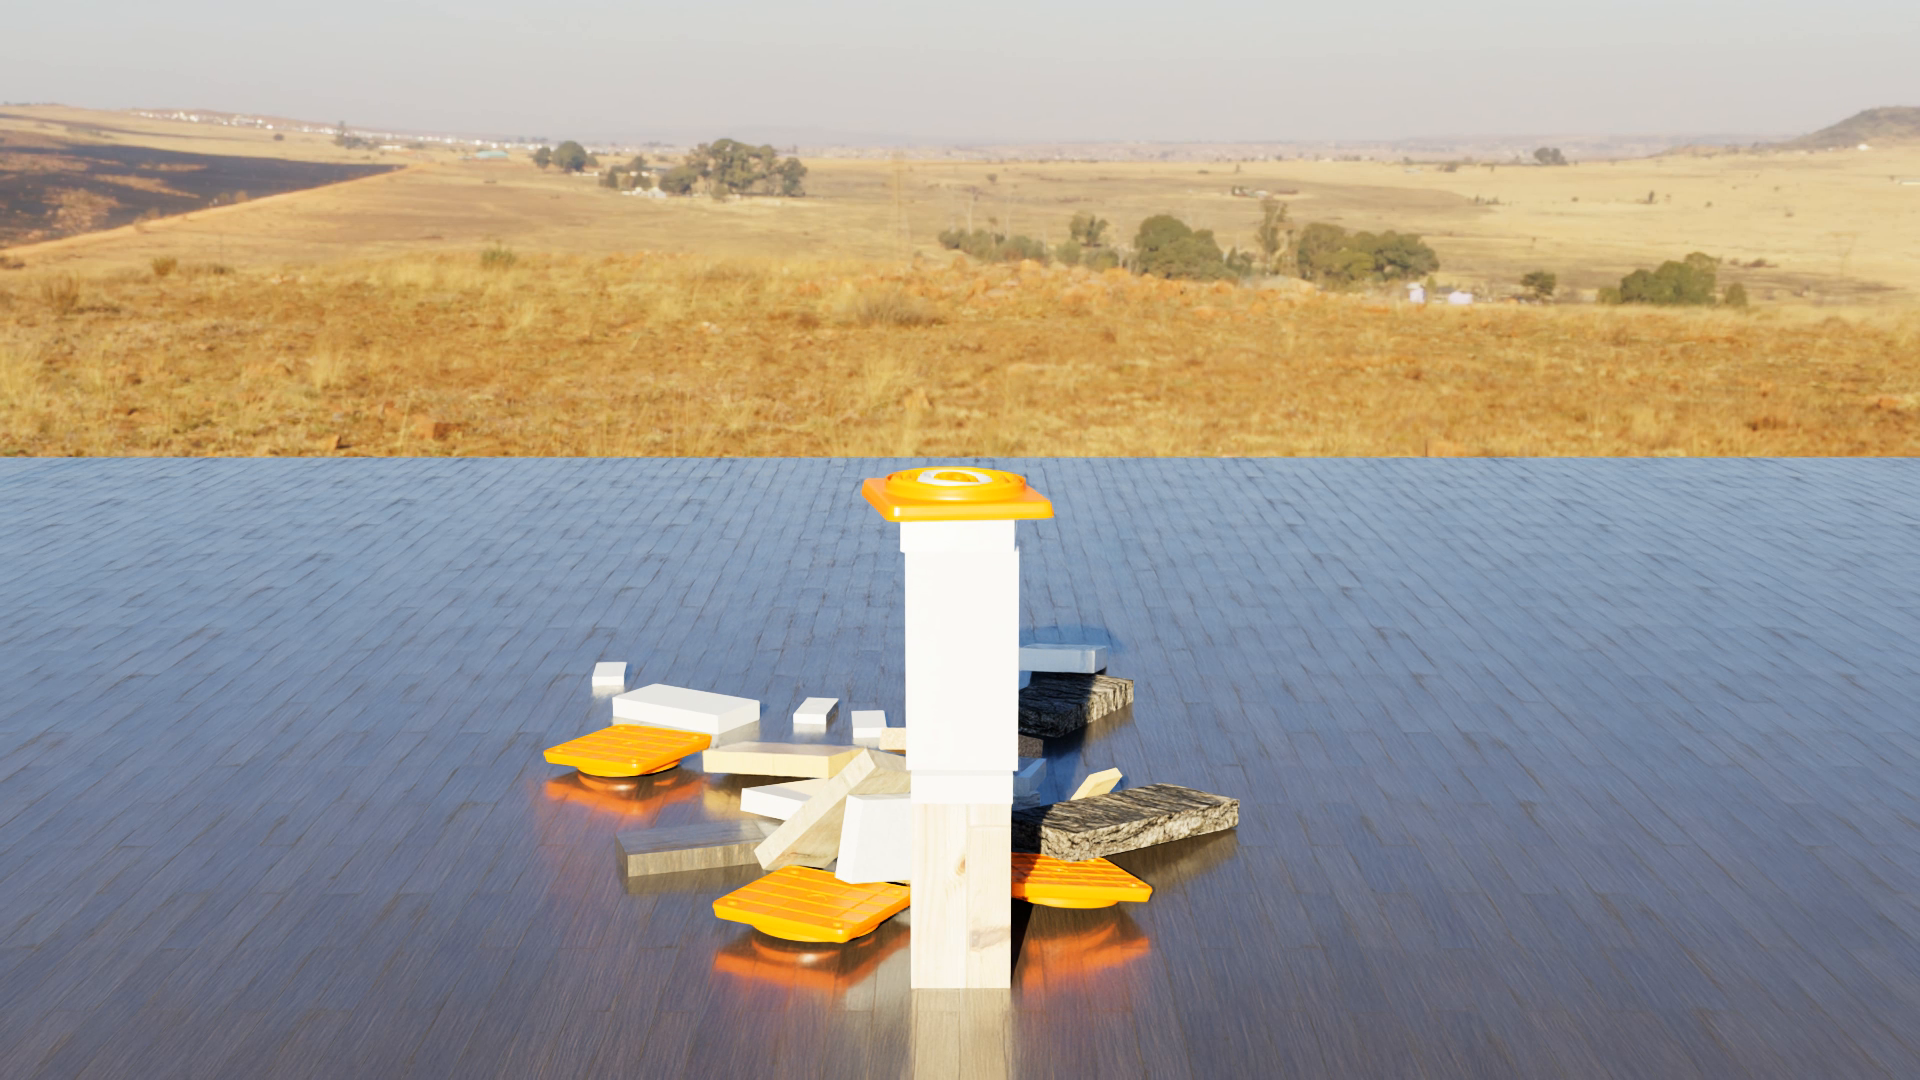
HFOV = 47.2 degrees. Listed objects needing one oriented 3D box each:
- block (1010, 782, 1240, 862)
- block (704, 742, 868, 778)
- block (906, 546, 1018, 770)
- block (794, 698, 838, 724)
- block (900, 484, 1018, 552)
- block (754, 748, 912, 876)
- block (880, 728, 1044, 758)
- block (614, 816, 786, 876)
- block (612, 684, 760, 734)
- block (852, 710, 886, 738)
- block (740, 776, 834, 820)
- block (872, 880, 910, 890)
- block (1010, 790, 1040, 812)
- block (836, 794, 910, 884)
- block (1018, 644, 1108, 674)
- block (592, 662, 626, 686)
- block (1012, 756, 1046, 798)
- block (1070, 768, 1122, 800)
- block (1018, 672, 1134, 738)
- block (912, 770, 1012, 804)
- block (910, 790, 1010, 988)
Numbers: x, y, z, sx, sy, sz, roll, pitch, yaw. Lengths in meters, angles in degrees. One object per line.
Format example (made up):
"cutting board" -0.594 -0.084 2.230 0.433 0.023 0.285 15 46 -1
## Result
"block" 0.286 0.498 3.905 0.174 0.049 0.459 8 8 43
"block" -0.342 0.429 4.305 0.288 0.041 0.144 -1 2 29
"block" 0.003 0.172 3.198 0.162 0.324 0.046 0 11 1
"block" -0.313 0.372 4.791 0.070 0.020 0.139 2 11 8
"block" 0.004 -0.035 3.296 0.162 0.046 0.324 0 11 3
"block" -0.201 0.457 3.664 0.138 0.275 0.039 20 32 -53
"block" 0.001 0.389 4.185 0.288 0.041 0.144 -4 -15 43
"block" -0.437 0.535 3.860 0.316 0.037 0.132 -3 11 -18
"block" -0.594 0.365 4.769 0.288 0.041 0.144 6 12 31
"block" -0.194 0.391 4.684 0.070 0.020 0.140 -1 11 -5
"block" -0.261 0.477 4.049 0.138 0.039 0.275 7 3 34
"block" -0.136 0.563 3.763 0.068 0.019 0.136 -7 12 -32
"block" 0.028 0.461 4.067 0.127 0.036 0.255 -6 12 -29
"block" -0.083 0.494 3.669 0.275 0.138 0.039 5 5 -45
"block" 0.238 0.271 5.066 0.174 0.049 0.348 2 -1 9
"block" -0.814 0.311 5.117 0.070 0.020 0.140 -1 11 -5
"block" 0.020 0.427 4.049 0.255 0.036 0.127 3 11 15
"block" 0.234 0.469 4.002 0.068 0.136 0.019 -9 54 -40
"block" 0.222 0.355 4.800 0.174 0.049 0.348 6 12 31
"block" 0.003 0.335 3.324 0.147 0.042 0.293 0 11 0
"block" 0.001 0.517 3.258 0.147 0.293 0.042 0 11 0
